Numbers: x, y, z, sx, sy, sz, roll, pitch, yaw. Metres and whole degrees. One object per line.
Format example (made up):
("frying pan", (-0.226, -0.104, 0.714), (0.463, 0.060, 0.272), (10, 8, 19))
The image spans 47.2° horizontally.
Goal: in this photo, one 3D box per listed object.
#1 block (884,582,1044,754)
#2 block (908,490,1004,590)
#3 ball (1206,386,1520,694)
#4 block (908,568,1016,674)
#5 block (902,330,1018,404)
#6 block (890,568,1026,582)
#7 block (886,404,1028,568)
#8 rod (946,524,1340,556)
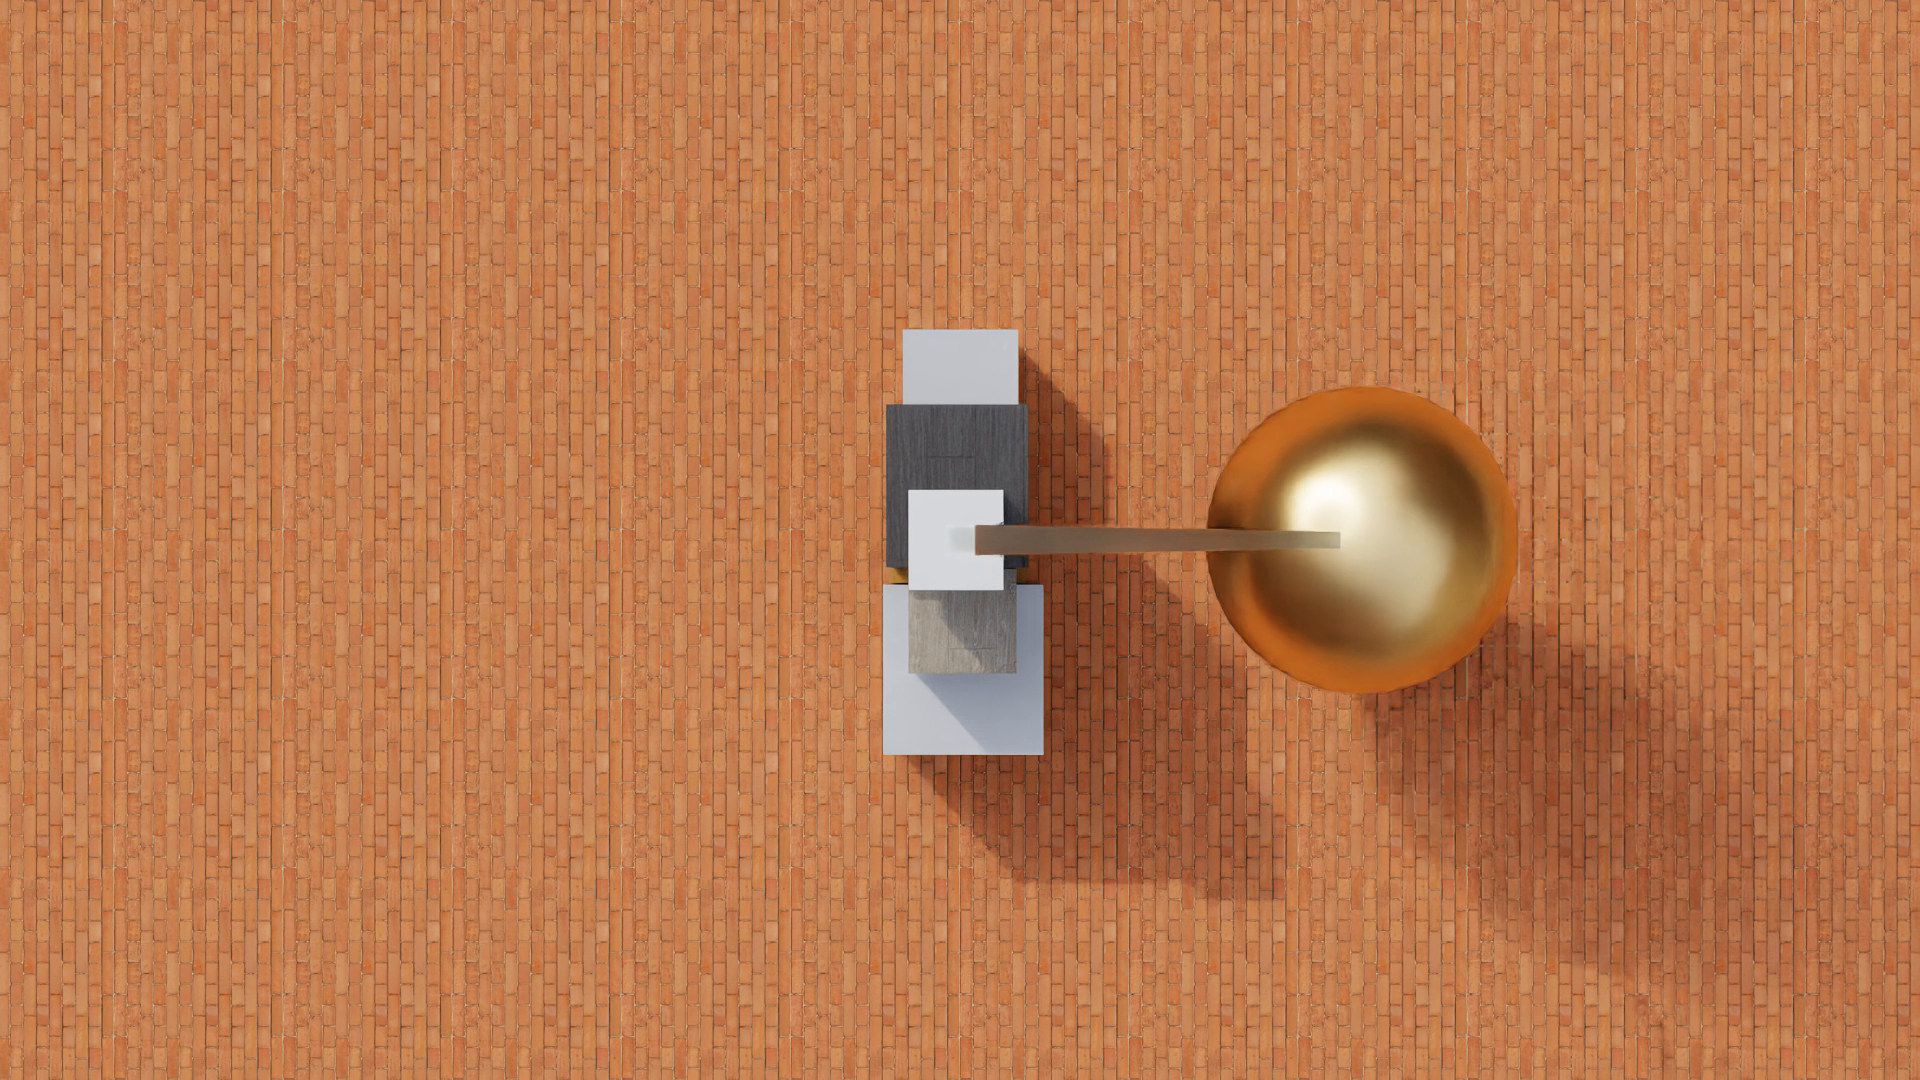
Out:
("block", (0.018, 0.712, 12.533), (0.879, 0.935, 0.932), (0, 90, 0))
("block", (-0.020, 0.000, 11.155), (0.470, 0.427, 0.497), (0, 90, 0))
("ball", (2.074, 0.000, 11.395), (1.600, 1.600, 1.600), (0, 90, 0))
("block", (0.013, 0.427, 11.812), (0.569, 0.507, 0.549), (0, 90, 0))
("block", (0.003, -0.844, 12.658), (0.646, 0.684, 0.667), (0, 90, 0))
("block", (-0.011, -0.132, 12.574), (0.757, 0.852, 0.737), (0, 90, 0))
("block", (-0.013, -0.280, 11.759), (0.738, 0.779, 0.844), (0, 90, 0))
("rod", (0.899, 0.000, 8.205), (0.080, 5.200, 0.080), (0, 90, 20))
